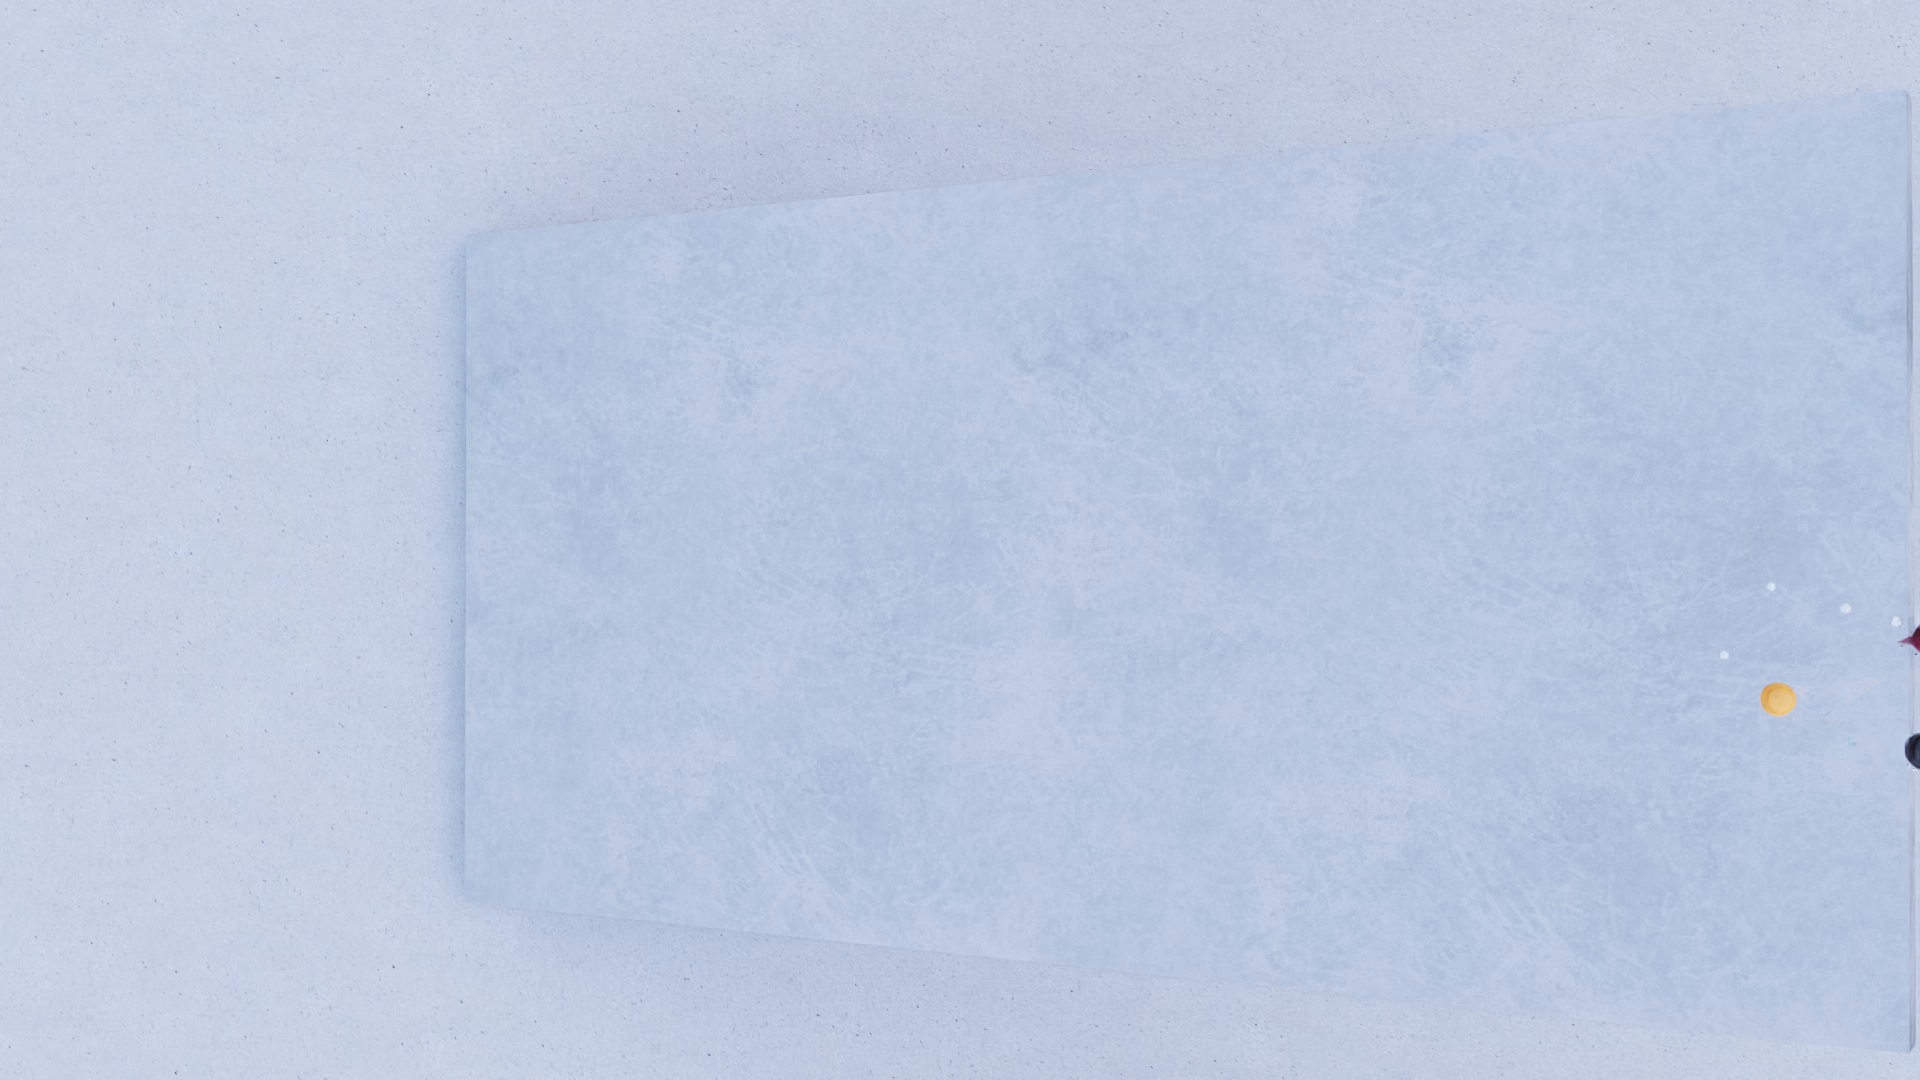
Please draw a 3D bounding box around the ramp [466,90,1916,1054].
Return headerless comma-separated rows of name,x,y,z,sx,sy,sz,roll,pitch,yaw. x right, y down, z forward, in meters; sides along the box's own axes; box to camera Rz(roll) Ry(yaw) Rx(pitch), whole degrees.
ramp,0.268,0.074,5.621,4.000,0.100,2.000,0,89,30
